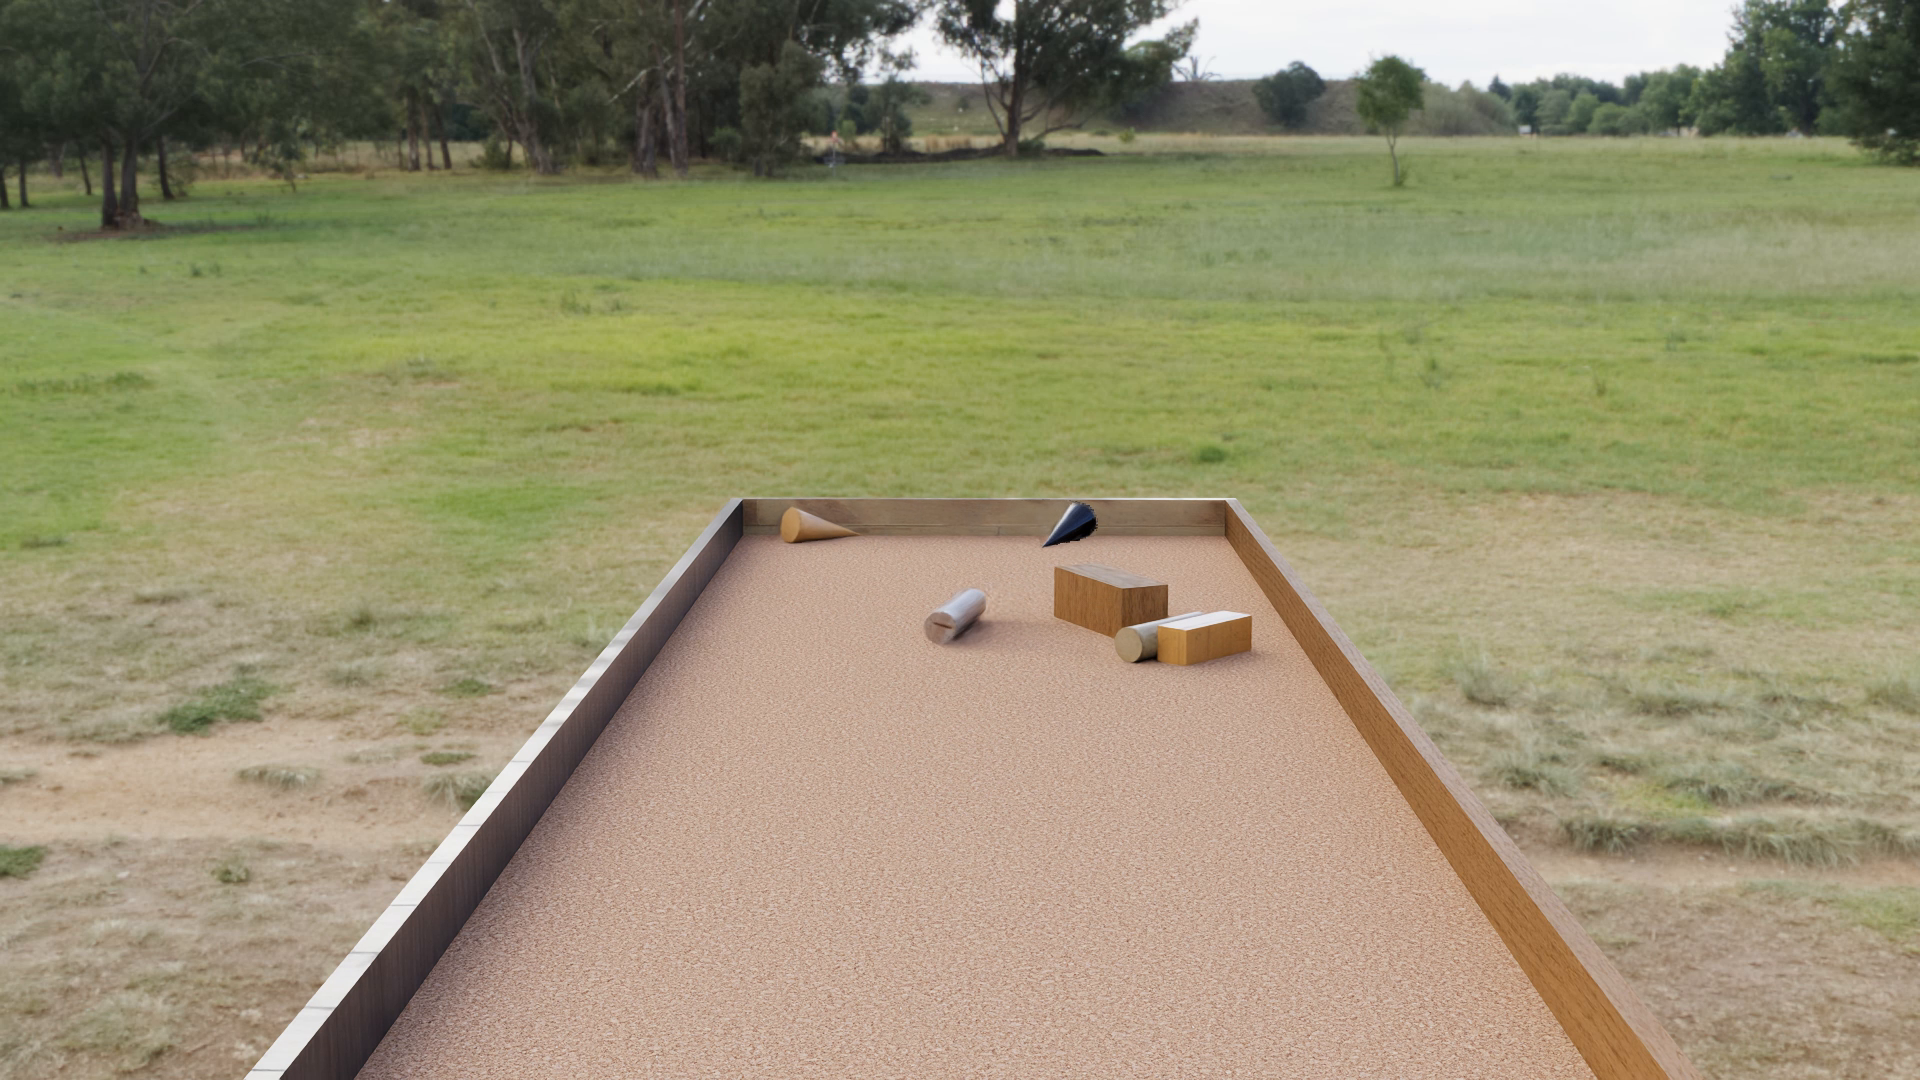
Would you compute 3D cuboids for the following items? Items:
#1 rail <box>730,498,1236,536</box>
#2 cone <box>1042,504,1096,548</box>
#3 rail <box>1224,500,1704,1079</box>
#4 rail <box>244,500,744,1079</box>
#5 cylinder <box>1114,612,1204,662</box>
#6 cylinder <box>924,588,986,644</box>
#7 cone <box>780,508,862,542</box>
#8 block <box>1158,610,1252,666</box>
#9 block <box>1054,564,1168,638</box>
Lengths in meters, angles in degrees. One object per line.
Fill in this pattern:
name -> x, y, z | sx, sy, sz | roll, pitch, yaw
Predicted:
rail -> 0.099, -0.098, 9.147 | 2.100, 0.150, 0.050 | 0, 9, 1
cone -> 0.411, -0.024, 8.931 | 0.148, 0.148, 0.318 | 6, 24, 32
rail -> 1.046, 0.843, 3.208 | 0.050, 0.150, 12.000 | 0, 9, 1
rail -> -1.004, 0.839, 3.234 | 0.050, 0.150, 12.000 | 0, 9, 1
cylinder -> 0.630, 0.298, 6.786 | 0.108, 0.108, 0.350 | 8, 12, 43
cylinder -> -0.012, 0.244, 7.142 | 0.102, 0.102, 0.434 | 2, 9, 13
cone -> -0.547, -0.041, 9.037 | 0.354, 0.146, 0.146 | 8, 3, -36
block -> 0.753, 0.301, 6.758 | 0.110, 0.110, 0.330 | 8, 12, 43
block -> 0.491, 0.199, 7.208 | 0.170, 0.170, 0.457 | -4, 10, -25
